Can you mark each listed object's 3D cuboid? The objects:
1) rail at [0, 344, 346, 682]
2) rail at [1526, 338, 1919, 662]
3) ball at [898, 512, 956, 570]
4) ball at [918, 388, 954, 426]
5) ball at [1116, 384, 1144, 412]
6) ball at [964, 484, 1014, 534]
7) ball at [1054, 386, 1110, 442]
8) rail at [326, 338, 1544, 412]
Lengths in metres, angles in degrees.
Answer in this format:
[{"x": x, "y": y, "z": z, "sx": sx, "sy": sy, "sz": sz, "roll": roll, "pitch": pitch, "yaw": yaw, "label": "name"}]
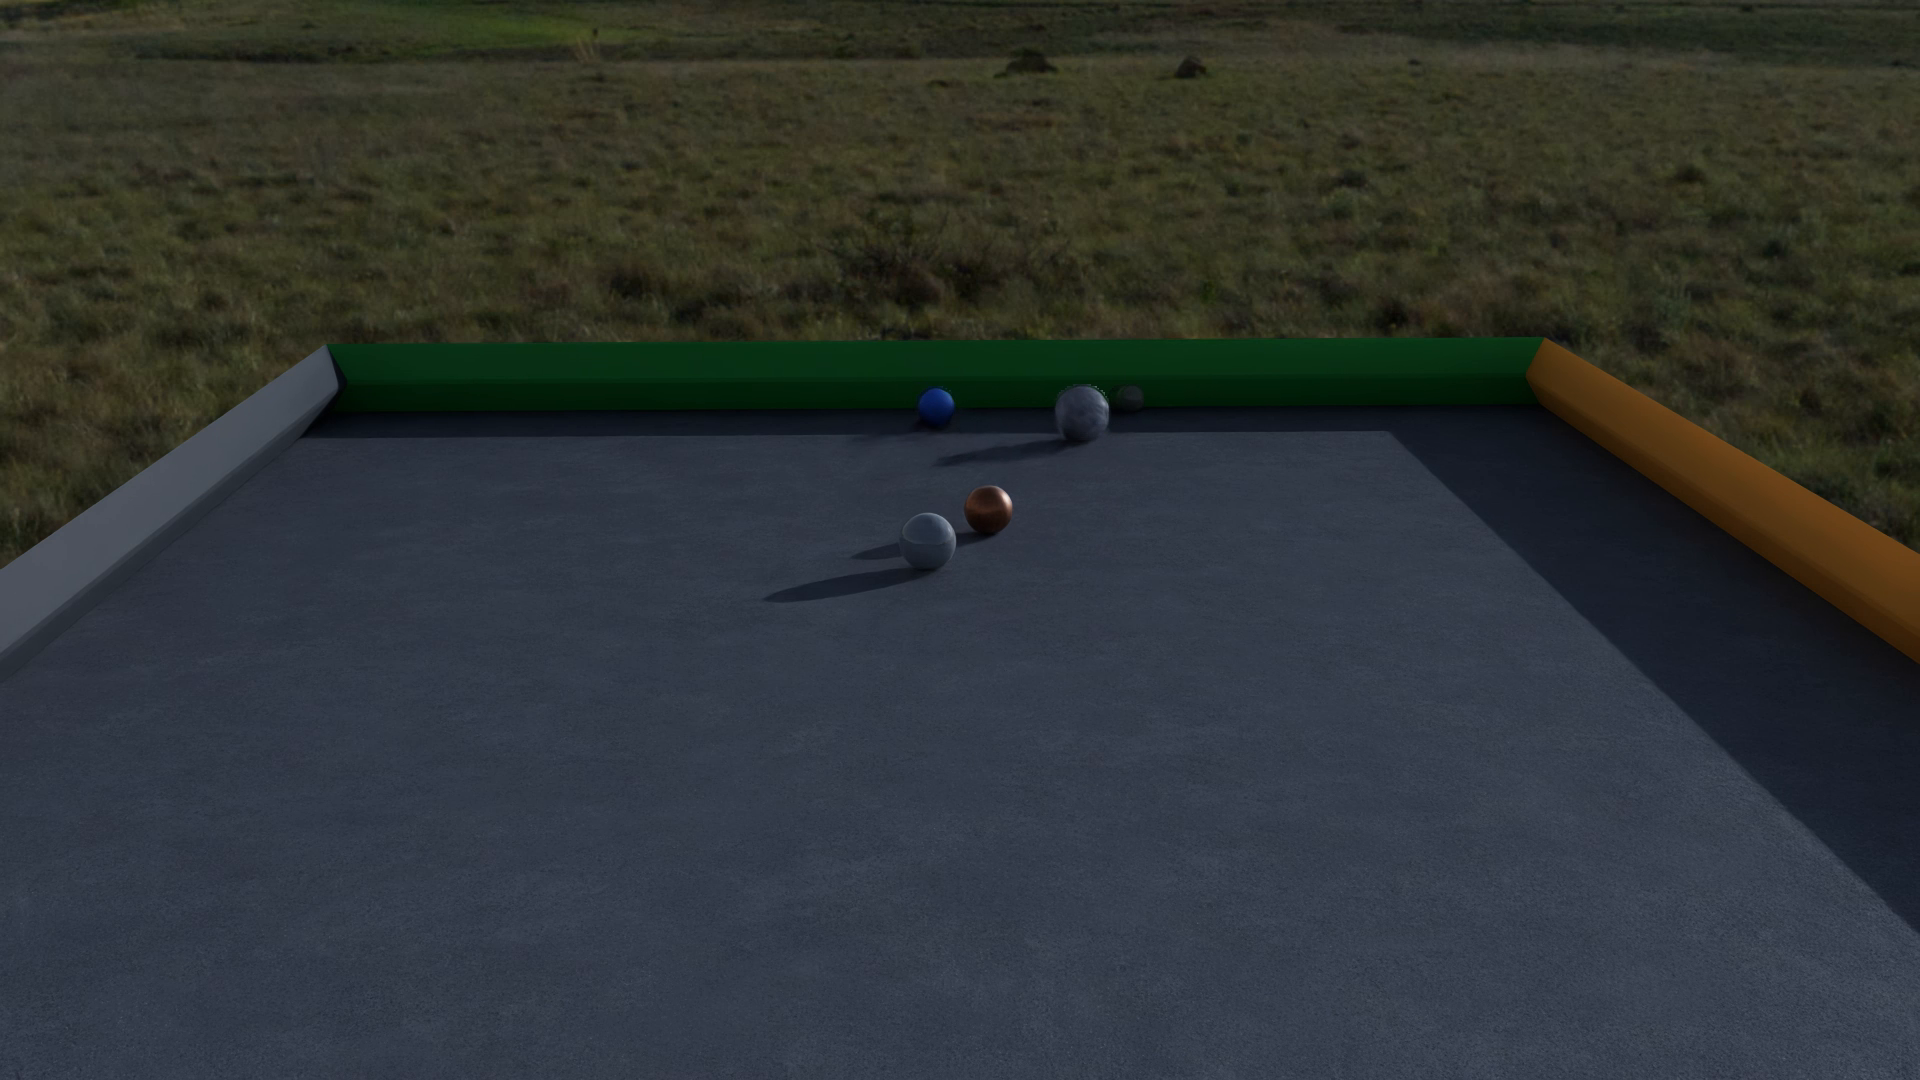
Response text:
[{"x": -1.039, "y": 0.260, "z": 1.867, "sx": 0.045, "sy": 0.122, "sz": 4.287, "roll": 0, "pitch": 15, "yaw": -2, "label": "rail"}, {"x": 1.109, "y": 0.242, "z": 1.935, "sx": 0.045, "sy": 0.122, "sz": 4.287, "roll": 0, "pitch": 15, "yaw": -2, "label": "rail"}, {"x": -0.043, "y": 0.002, "z": 2.926, "sx": 0.077, "sy": 0.077, "sz": 0.077, "roll": 0, "pitch": 15, "yaw": 0, "label": "ball"}, {"x": -0.041, "y": -0.231, "z": 3.827, "sx": 0.065, "sy": 0.065, "sz": 0.065, "roll": 0, "pitch": 15, "yaw": 0, "label": "ball"}, {"x": 0.304, "y": -0.254, "z": 3.939, "sx": 0.051, "sy": 0.051, "sz": 0.051, "roll": 0, "pitch": 15, "yaw": 0, "label": "ball"}, {"x": 0.040, "y": -0.043, "z": 3.110, "sx": 0.070, "sy": 0.070, "sz": 0.070, "roll": 0, "pitch": 15, "yaw": 0, "label": "ball"}, {"x": 0.205, "y": -0.212, "z": 3.699, "sx": 0.094, "sy": 0.094, "sz": 0.094, "roll": 0, "pitch": 15, "yaw": 0, "label": "ball"}, {"x": -0.034, "y": -0.294, "z": 3.948, "sx": 2.196, "sy": 0.122, "sz": 0.045, "roll": 0, "pitch": 15, "yaw": -2, "label": "rail"}]
